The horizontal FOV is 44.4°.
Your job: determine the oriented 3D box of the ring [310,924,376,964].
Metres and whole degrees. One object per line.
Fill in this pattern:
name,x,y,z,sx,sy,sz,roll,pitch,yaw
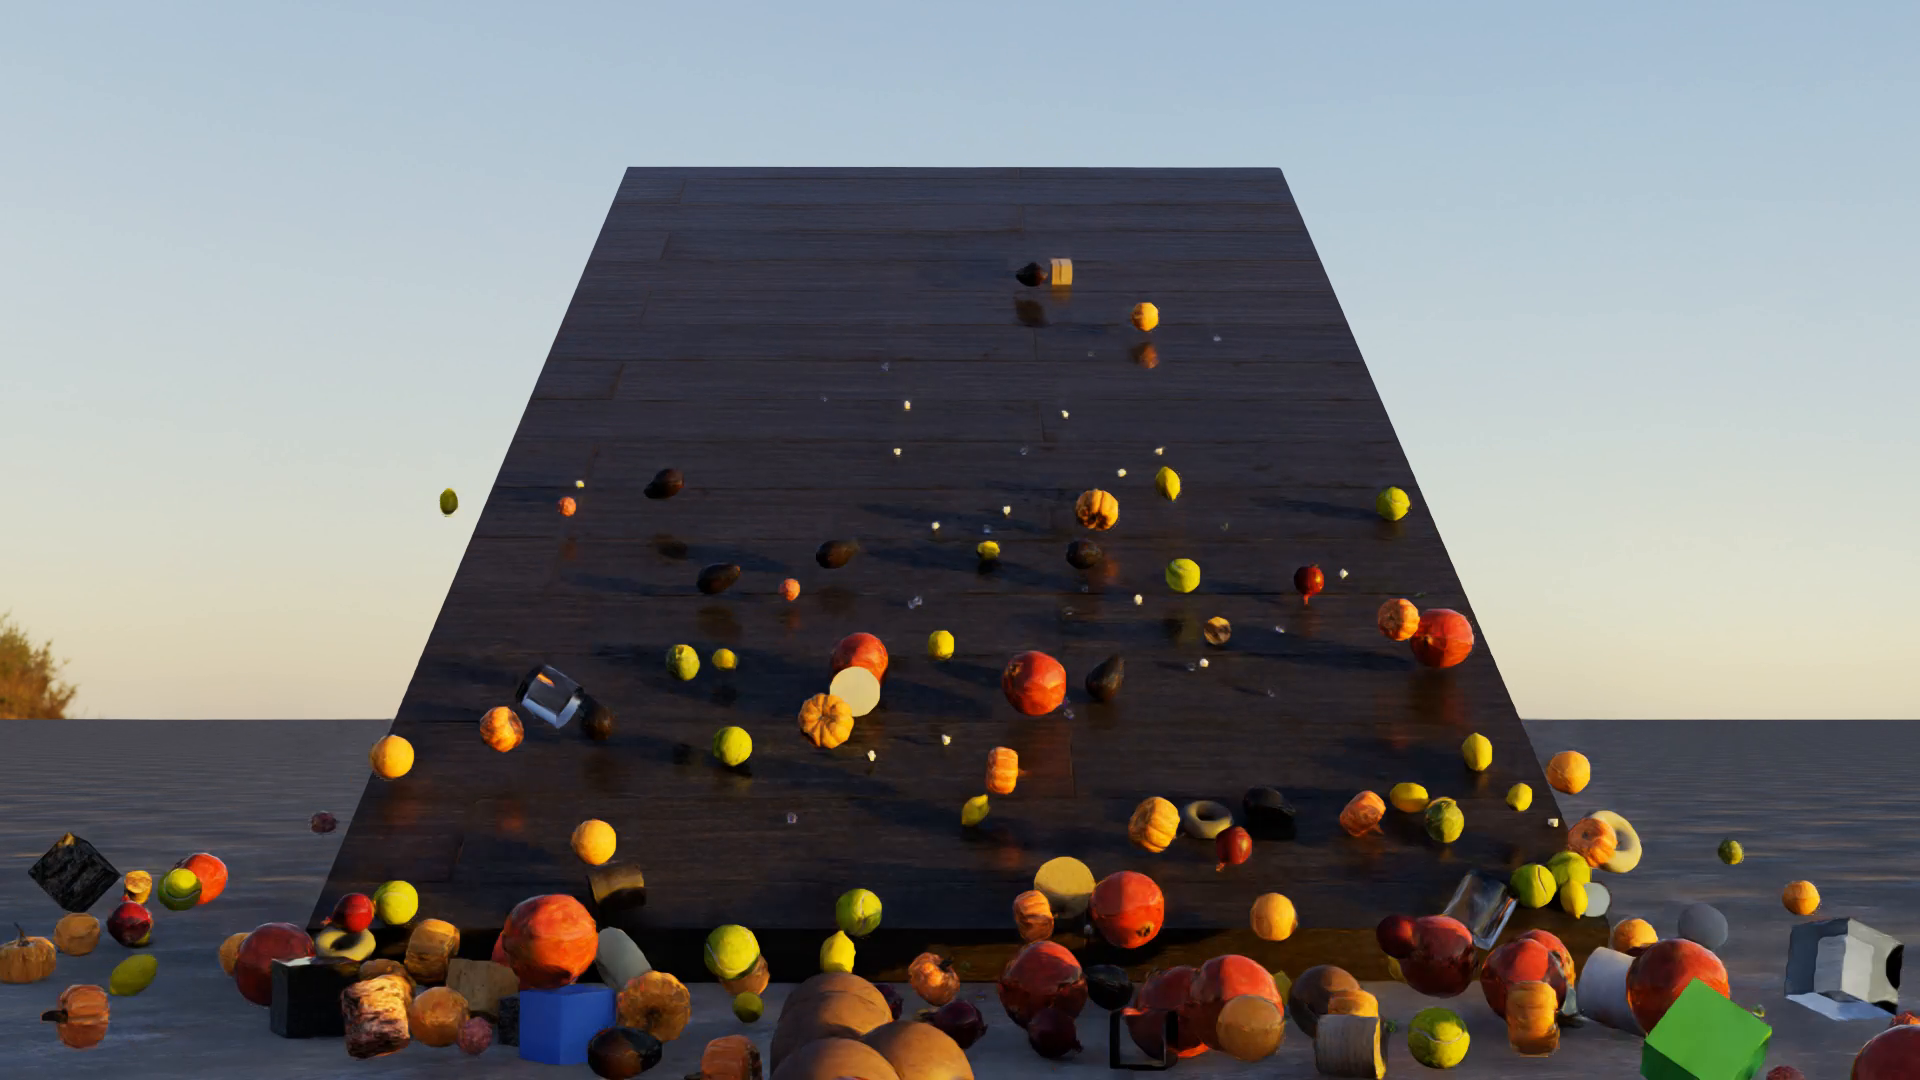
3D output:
ring,-0.928,0.612,3.534,0.097,0.032,0.097,-1,28,0

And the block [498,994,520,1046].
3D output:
block,-0.543,0.606,2.975,0.058,0.058,0.058,-1,-4,16

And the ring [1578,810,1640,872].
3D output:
ring,1.071,0.497,3.879,0.115,0.115,0.038,2,-39,-28

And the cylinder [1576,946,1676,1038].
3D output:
cylinder,0.849,0.577,2.998,0.093,0.093,0.093,15,6,37

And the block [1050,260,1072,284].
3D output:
block,0.269,-0.713,6.258,0.053,0.053,0.053,-2,26,-4

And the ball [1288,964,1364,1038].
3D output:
ball,0.467,0.590,2.999,0.096,0.096,0.096,0,-4,0

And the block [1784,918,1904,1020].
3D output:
block,1.117,0.544,2.976,0.095,0.095,0.095,25,-25,-20

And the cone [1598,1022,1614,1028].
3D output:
cone,0.890,0.610,3.144,0.076,0.076,0.076,0,-4,0

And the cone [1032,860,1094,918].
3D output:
cone,0.160,0.538,3.678,0.096,0.096,0.096,0,5,3

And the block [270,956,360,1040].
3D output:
block,-0.842,0.596,3.073,0.093,0.093,0.093,2,-5,-28

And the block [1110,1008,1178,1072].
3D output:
block,0.218,0.590,2.781,0.063,0.063,0.063,-2,-4,20

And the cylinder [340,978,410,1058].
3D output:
cylinder,-0.674,0.551,2.710,0.070,0.070,0.070,-12,-26,-6

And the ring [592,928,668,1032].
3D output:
ring,-0.423,0.563,3.015,0.049,0.146,0.146,-30,6,-19

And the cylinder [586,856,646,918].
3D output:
cylinder,-0.530,0.534,3.629,0.077,0.077,0.077,-12,-1,-15

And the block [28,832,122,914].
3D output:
block,-1.526,0.575,4.054,0.092,0.092,0.092,41,-12,9

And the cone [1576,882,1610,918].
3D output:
cone,0.976,0.557,3.664,0.054,0.054,0.054,0,-1,-4

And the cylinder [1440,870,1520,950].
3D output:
cylinder,0.761,0.541,3.444,0.085,0.085,0.085,32,-13,8

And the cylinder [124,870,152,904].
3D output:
cylinder,-1.785,0.754,5.109,0.055,0.055,0.055,2,-35,-20

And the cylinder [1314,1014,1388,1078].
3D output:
cylinder,0.449,0.579,2.695,0.069,0.069,0.069,-1,-4,24

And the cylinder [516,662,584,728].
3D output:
cylinder,-0.640,0.242,3.675,0.076,0.076,0.076,30,1,11

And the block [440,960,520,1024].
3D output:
block,-0.635,0.598,3.117,0.068,0.068,0.068,-3,-26,23

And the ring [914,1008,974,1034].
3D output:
ring,-0.021,0.631,3.093,0.081,0.027,0.081,1,-5,0

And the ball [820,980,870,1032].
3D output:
ball,-0.150,0.611,3.085,0.066,0.066,0.066,0,-4,0

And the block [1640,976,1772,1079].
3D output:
block,0.744,0.510,2.349,0.087,0.087,0.087,35,-20,30

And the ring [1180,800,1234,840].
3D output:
ring,0.404,0.459,3.858,0.089,0.030,0.089,1,29,-1

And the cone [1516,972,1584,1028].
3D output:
cone,0.777,0.630,3.144,0.080,0.080,0.080,-33,-21,28

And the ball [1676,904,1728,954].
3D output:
ball,1.286,0.674,4.074,0.085,0.085,0.085,0,-4,0

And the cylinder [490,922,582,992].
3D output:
cylinder,-0.590,0.588,3.278,0.093,0.093,0.093,11,0,19

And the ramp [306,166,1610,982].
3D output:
ramp,-0.010,-0.229,5.430,2.000,0.100,4.000,0,26,0

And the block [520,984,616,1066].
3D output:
block,-0.474,0.585,2.840,0.082,0.082,0.082,-4,-6,44
